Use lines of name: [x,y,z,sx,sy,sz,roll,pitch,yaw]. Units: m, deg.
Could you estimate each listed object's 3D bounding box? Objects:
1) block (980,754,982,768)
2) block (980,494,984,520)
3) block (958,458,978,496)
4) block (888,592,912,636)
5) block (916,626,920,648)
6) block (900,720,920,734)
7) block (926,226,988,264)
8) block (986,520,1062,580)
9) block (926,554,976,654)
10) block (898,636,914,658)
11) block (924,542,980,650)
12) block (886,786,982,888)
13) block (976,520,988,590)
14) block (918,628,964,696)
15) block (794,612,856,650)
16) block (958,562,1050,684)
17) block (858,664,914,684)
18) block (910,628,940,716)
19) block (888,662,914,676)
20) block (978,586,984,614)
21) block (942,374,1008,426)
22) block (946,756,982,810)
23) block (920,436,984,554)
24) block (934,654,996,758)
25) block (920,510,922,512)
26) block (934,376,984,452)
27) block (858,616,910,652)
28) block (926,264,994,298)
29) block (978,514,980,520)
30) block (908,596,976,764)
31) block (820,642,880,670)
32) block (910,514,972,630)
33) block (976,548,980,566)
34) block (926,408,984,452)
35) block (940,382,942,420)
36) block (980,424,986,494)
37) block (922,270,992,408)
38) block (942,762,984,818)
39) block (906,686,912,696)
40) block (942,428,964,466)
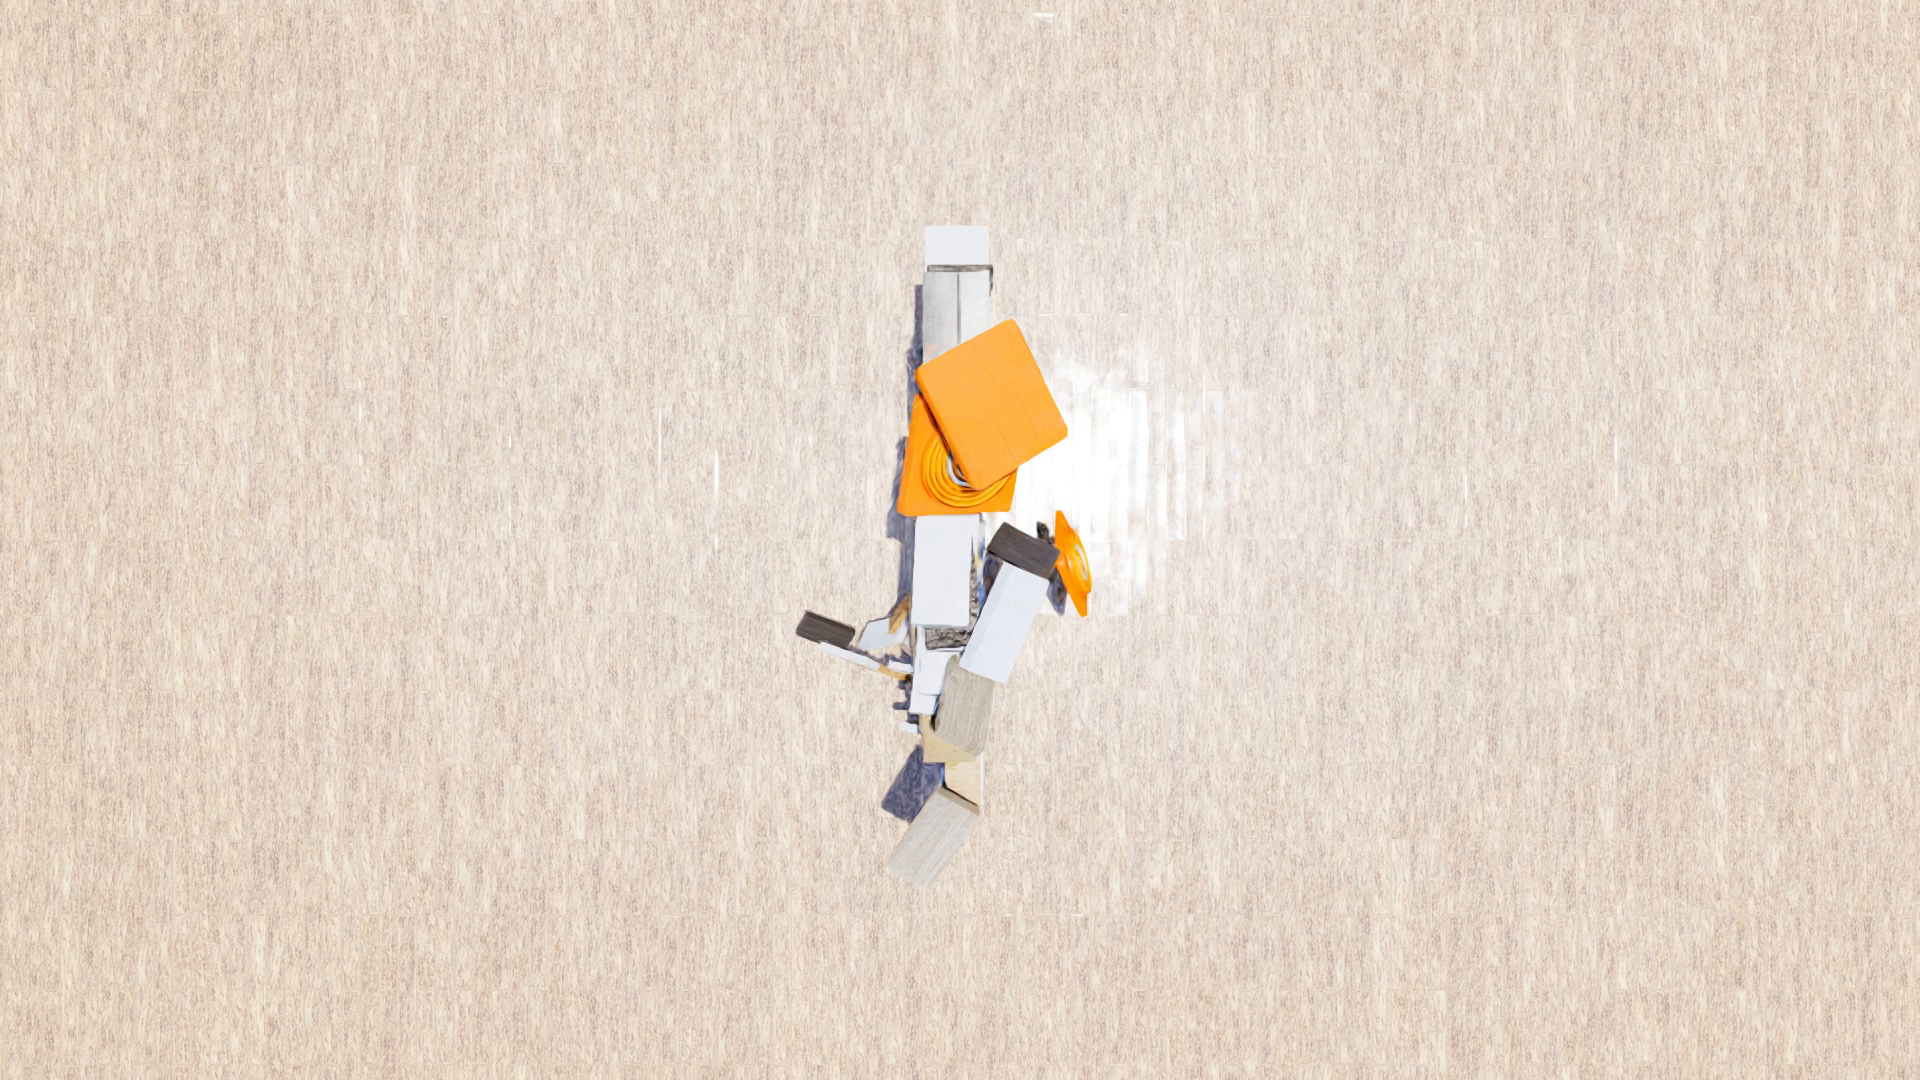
block: [0.007,0.608,4.766,0.116,0.033,0.232,0,90,0]
block: [0.001,-0.055,4.972,0.142,0.040,0.284,0,90,0]
block: [0.022,-0.162,4.277,0.048,0.014,0.096,-3,105,-2]
block: [-0.168,0.210,4.669,0.016,0.058,0.116,25,122,-16]
block: [-0.043,0.172,4.350,0.130,0.037,0.259,4,102,2]
block: [-0.066,0.519,4.623,0.079,0.248,0.022,8,93,32]
block: [-0.007,-0.707,4.684,0.180,0.051,0.359,0,90,0]
block: [0.163,0.028,4.260,0.176,0.025,0.088,28,79,24]
block: [-0.023,0.162,4.240,0.127,0.036,0.255,0,76,-1]
block: [-0.114,0.331,4.772,0.170,0.085,0.024,41,74,-24]
block: [-0.027,0.132,4.208,0.142,0.040,0.284,-4,76,-3]
block: [-0.067,0.764,4.238,0.130,0.037,0.260,30,113,-7]
block: [0.009,0.039,4.769,0.122,0.035,0.245,7,133,4]
block: [-0.036,0.270,4.260,0.127,0.036,0.263,4,77,-3]
block: [-0.393,0.268,4.800,0.158,0.022,0.079,21,122,-15]
block: [0.112,0.209,4.146,0.142,0.040,0.283,23,91,-43]
block: [-0.144,0.412,4.889,0.331,0.085,0.024,21,84,-35]
block: [-0.052,0.327,4.286,0.130,0.037,0.260,7,77,-1]
block: [-0.130,0.367,4.625,0.134,0.067,0.019,10,78,9]
block: [-0.005,0.274,4.871,0.142,0.040,0.284,3,90,0]
block: [0.040,-0.352,4.150,0.088,0.176,0.025,-20,57,24]
block: [0.009,0.621,4.309,0.091,0.026,0.183,-2,90,0]
block: [-0.024,-0.114,4.318,0.151,0.043,0.302,3,96,-1]
block: [0.013,0.411,4.121,0.127,0.255,0.036,29,129,-15]
block: [-0.025,-0.122,4.482,0.151,0.302,0.043,0,131,2]
block: [-0.003,-0.323,4.235,0.088,0.025,0.175,-18,105,-17]
block: [-0.217,0.268,4.761,0.024,0.170,0.085,42,53,-28]
block: [0.000,-0.701,4.483,0.174,0.348,0.049,0,92,0]
block: [-0.005,-0.089,4.779,0.122,0.343,0.035,0,83,0]
block: [-0.052,0.364,4.389,0.130,0.037,0.509,4,50,-13]
block: [-0.316,0.333,4.724,0.158,0.079,0.022,17,81,28]
block: [-0.047,0.080,4.173,0.142,0.040,0.283,3,75,-3]
block: [-0.013,-0.041,4.612,0.122,0.035,0.245,-3,115,2]
block: [-0.012,-0.315,4.467,0.151,0.302,0.043,0,114,0]
block: [-0.028,-0.358,4.249,0.048,0.014,0.096,-1,100,0]
block: [-0.003,-0.275,4.634,0.148,0.042,0.295,0,90,0]
block: [-0.007,-0.519,4.283,0.174,0.049,0.348,-1,90,1]
block: [0.005,0.654,4.520,0.107,0.030,0.214,-2,90,0]
block: [-0.081,0.455,4.779,0.134,0.067,0.019,19,98,17]
block: [-0.016,-0.244,4.275,0.048,0.014,0.096,-7,96,0]
